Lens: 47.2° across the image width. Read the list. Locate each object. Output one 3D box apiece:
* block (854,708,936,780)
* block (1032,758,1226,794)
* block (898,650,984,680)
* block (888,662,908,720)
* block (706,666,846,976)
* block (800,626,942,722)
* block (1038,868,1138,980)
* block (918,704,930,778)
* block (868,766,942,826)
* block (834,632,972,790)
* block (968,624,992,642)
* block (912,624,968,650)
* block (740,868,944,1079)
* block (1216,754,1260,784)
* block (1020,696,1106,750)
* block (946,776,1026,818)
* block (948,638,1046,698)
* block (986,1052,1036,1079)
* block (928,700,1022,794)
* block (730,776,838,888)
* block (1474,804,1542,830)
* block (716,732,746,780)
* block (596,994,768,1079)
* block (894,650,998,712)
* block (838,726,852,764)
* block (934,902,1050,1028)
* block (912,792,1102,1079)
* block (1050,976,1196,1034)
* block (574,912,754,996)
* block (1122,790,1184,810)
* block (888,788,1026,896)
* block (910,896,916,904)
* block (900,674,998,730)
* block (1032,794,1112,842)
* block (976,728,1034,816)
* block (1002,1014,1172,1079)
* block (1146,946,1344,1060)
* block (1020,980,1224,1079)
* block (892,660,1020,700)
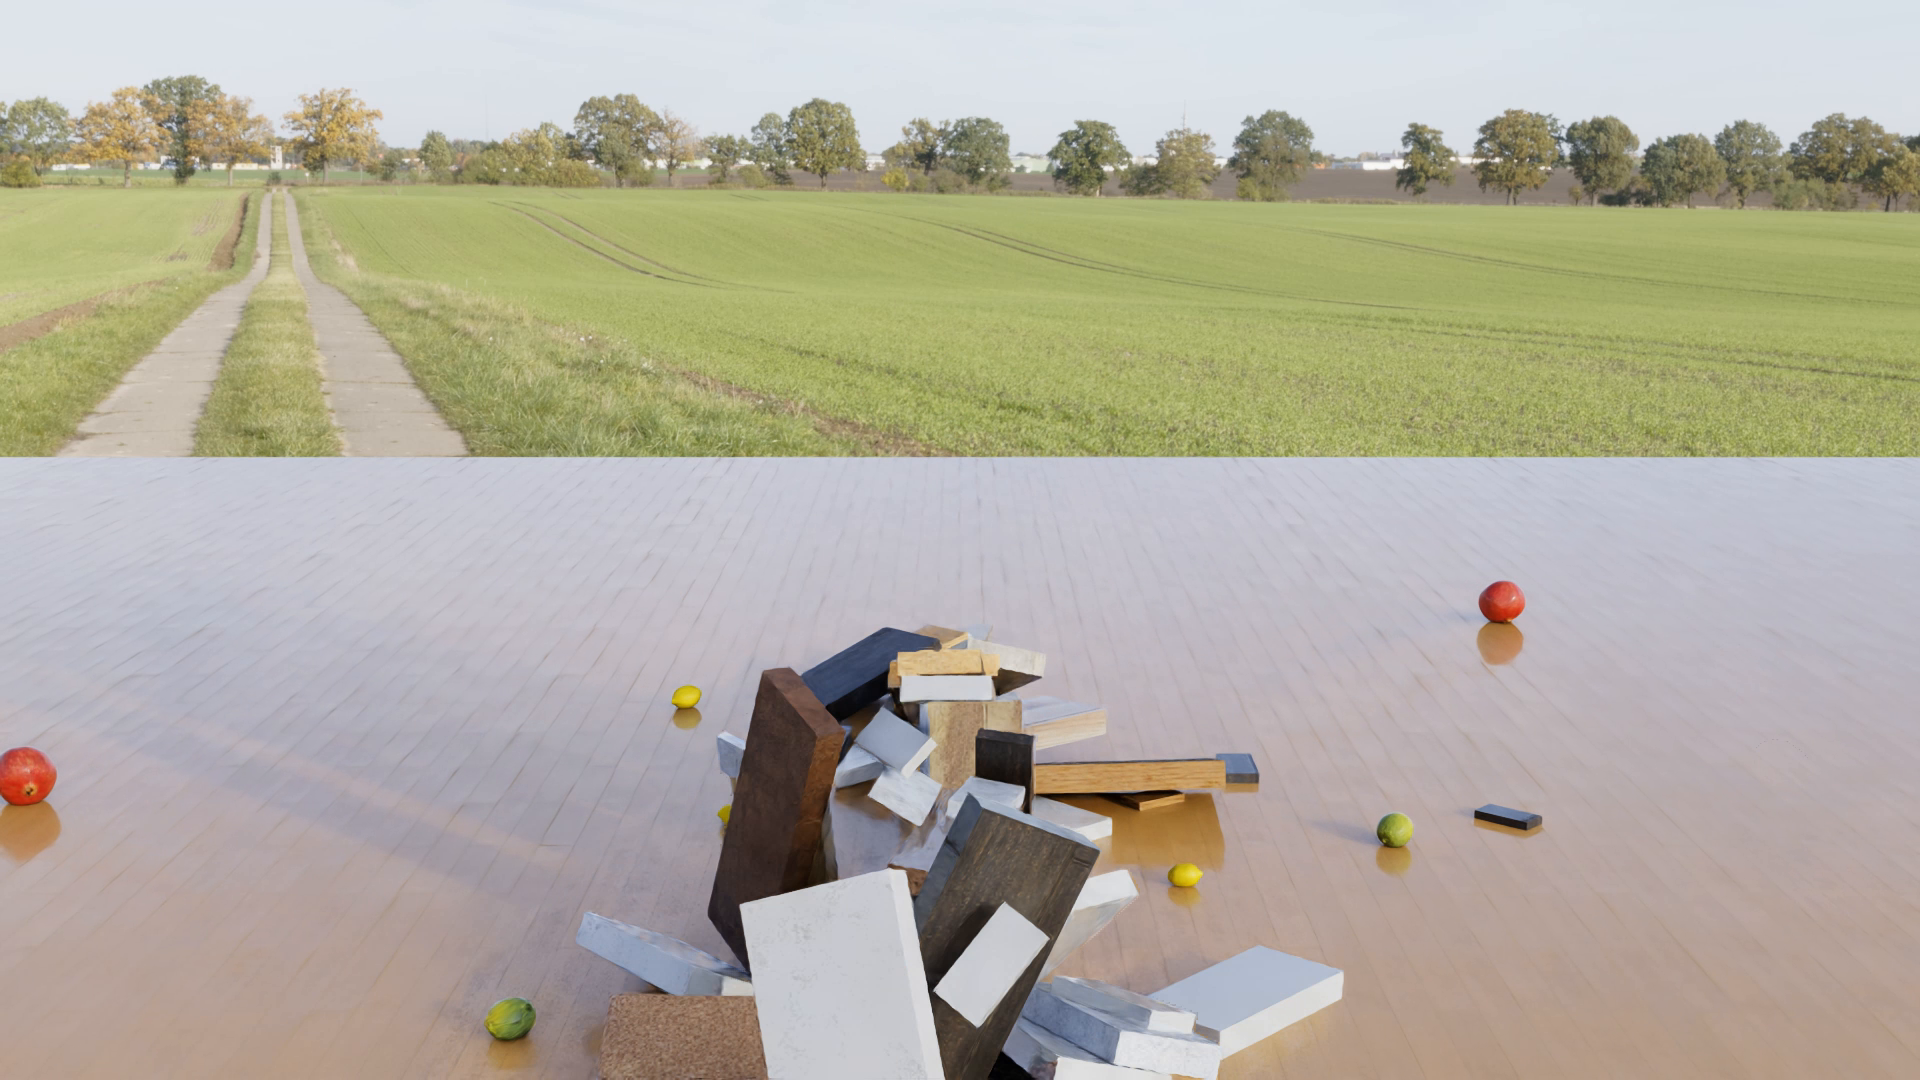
[{"bbox_3d":[-0.093,0.288,3.128,0.064,0.018,0.128,-48,36,-12],"label":"block"},{"bbox_3d":[0.247,0.447,4.156,0.485,0.051,0.180,-1,-4,-2],"label":"block"},{"bbox_3d":[-0.022,0.281,3.992,0.142,0.040,0.540,-2,-16,2],"label":"block"},{"bbox_3d":[-0.042,0.291,4.205,0.164,0.046,0.328,0,-15,3],"label":"block"},{"bbox_3d":[-0.275,0.423,3.236,0.046,0.458,0.164,-7,35,-35],"label":"block"},{"bbox_3d":[-0.227,0.300,4.834,0.180,0.051,0.359,11,30,45],"label":"block"},{"bbox_3d":[0.109,0.503,2.793,0.125,0.035,0.250,-7,-30,-37],"label":"block"},{"bbox_3d":[0.010,0.413,3.656,0.154,0.044,0.308,2,51,-4],"label":"block"},{"bbox_3d":[-0.077,0.357,3.133,0.085,0.024,0.169,31,9,2],"label":"block"},{"bbox_3d":[-0.107,0.352,4.779,0.108,0.031,1.115,-17,7,12],"label":"block"},{"bbox_3d":[-0.015,0.317,5.095,0.054,0.015,1.052,1,11,8],"label":"block"},{"bbox_3d":[-0.139,0.279,4.992,0.302,0.043,0.151,-25,20,-32],"label":"block"},{"bbox_3d":[-0.092,0.436,1.872,0.142,0.284,0.040,-16,-15,16],"label":"block"},{"bbox_3d":[0.549,0.452,4.357,0.070,0.020,0.140,0,11,0],"label":"block"},{"bbox_3d":[0.102,0.377,4.386,0.359,0.051,0.180,-8,12,-41],"label":"block"},{"bbox_3d":[0.039,0.382,3.211,0.085,0.024,0.169,10,7,10],"label":"block"},{"bbox_3d":[0.035,0.265,4.447,0.164,0.046,0.328,13,-17,-17],"label":"block"},{"bbox_3d":[0.145,0.779,2.375,0.164,0.047,1.232,15,7,-13],"label":"block"},{"bbox_3d":[0.028,0.404,3.587,0.154,0.044,0.308,-1,53,-1],"label":"block"},{"bbox_3d":[-0.266,0.490,3.413,0.142,0.283,0.040,2,22,19],"label":"block"},{"bbox_3d":[1.010,0.511,4.054,0.109,0.015,0.054,10,14,43],"label":"block"},{"bbox_3d":[-0.316,0.342,3.330,0.128,0.064,0.018,21,37,38],"label":"block"},{"bbox_3d":[-0.350,0.672,2.933,0.250,0.035,0.125,0,50,3],"label":"block"},{"bbox_3d":[-0.032,0.286,4.358,0.151,0.043,0.410,4,-15,-8],"label":"block"},{"bbox_3d":[-0.287,0.422,4.487,0.108,0.031,0.217,1,11,5],"label":"block"},{"bbox_3d":[0.035,0.479,2.481,0.064,0.128,0.018,36,-10,21],"label":"block"},{"bbox_3d":[-0.007,0.519,2.565,0.167,0.430,0.047,23,6,-26],"label":"block"},{"bbox_3d":[0.200,0.574,2.718,0.083,0.023,0.166,16,-5,-43],"label":"block"},{"bbox_3d":[-0.402,0.615,3.159,0.167,0.047,0.334,25,-10,-35],"label":"block"},{"bbox_3d":[0.366,0.490,4.166,0.109,0.015,0.054,-7,13,-33],"label":"block"},{"bbox_3d":[0.000,0.423,3.073,0.125,0.035,0.469,10,7,7],"label":"block"},{"bbox_3d":[-0.009,0.479,2.957,0.143,0.041,0.286,6,6,4],"label":"block"},{"bbox_3d":[-0.009,0.312,3.893,0.154,0.044,0.374,-1,-19,5],"label":"block"},{"bbox_3d":[0.161,0.510,4.016,0.108,0.031,0.217,-10,14,-42],"label":"block"},{"bbox_3d":[0.067,0.366,3.338,0.085,0.169,0.024,7,32,10],"label":"block"},{"bbox_3d":[0.090,0.635,2.892,0.143,0.041,0.674,13,-3,-15],"label":"block"},{"bbox_3d":[0.403,0.662,3.164,0.151,0.043,0.301,10,14,42],"label":"block"},{"bbox_3d":[0.189,0.605,2.732,0.143,0.041,0.286,15,-4,-24],"label":"block"},{"bbox_3d":[-0.007,0.331,4.701,0.283,0.040,0.142,16,11,-12],"label":"block"}]
